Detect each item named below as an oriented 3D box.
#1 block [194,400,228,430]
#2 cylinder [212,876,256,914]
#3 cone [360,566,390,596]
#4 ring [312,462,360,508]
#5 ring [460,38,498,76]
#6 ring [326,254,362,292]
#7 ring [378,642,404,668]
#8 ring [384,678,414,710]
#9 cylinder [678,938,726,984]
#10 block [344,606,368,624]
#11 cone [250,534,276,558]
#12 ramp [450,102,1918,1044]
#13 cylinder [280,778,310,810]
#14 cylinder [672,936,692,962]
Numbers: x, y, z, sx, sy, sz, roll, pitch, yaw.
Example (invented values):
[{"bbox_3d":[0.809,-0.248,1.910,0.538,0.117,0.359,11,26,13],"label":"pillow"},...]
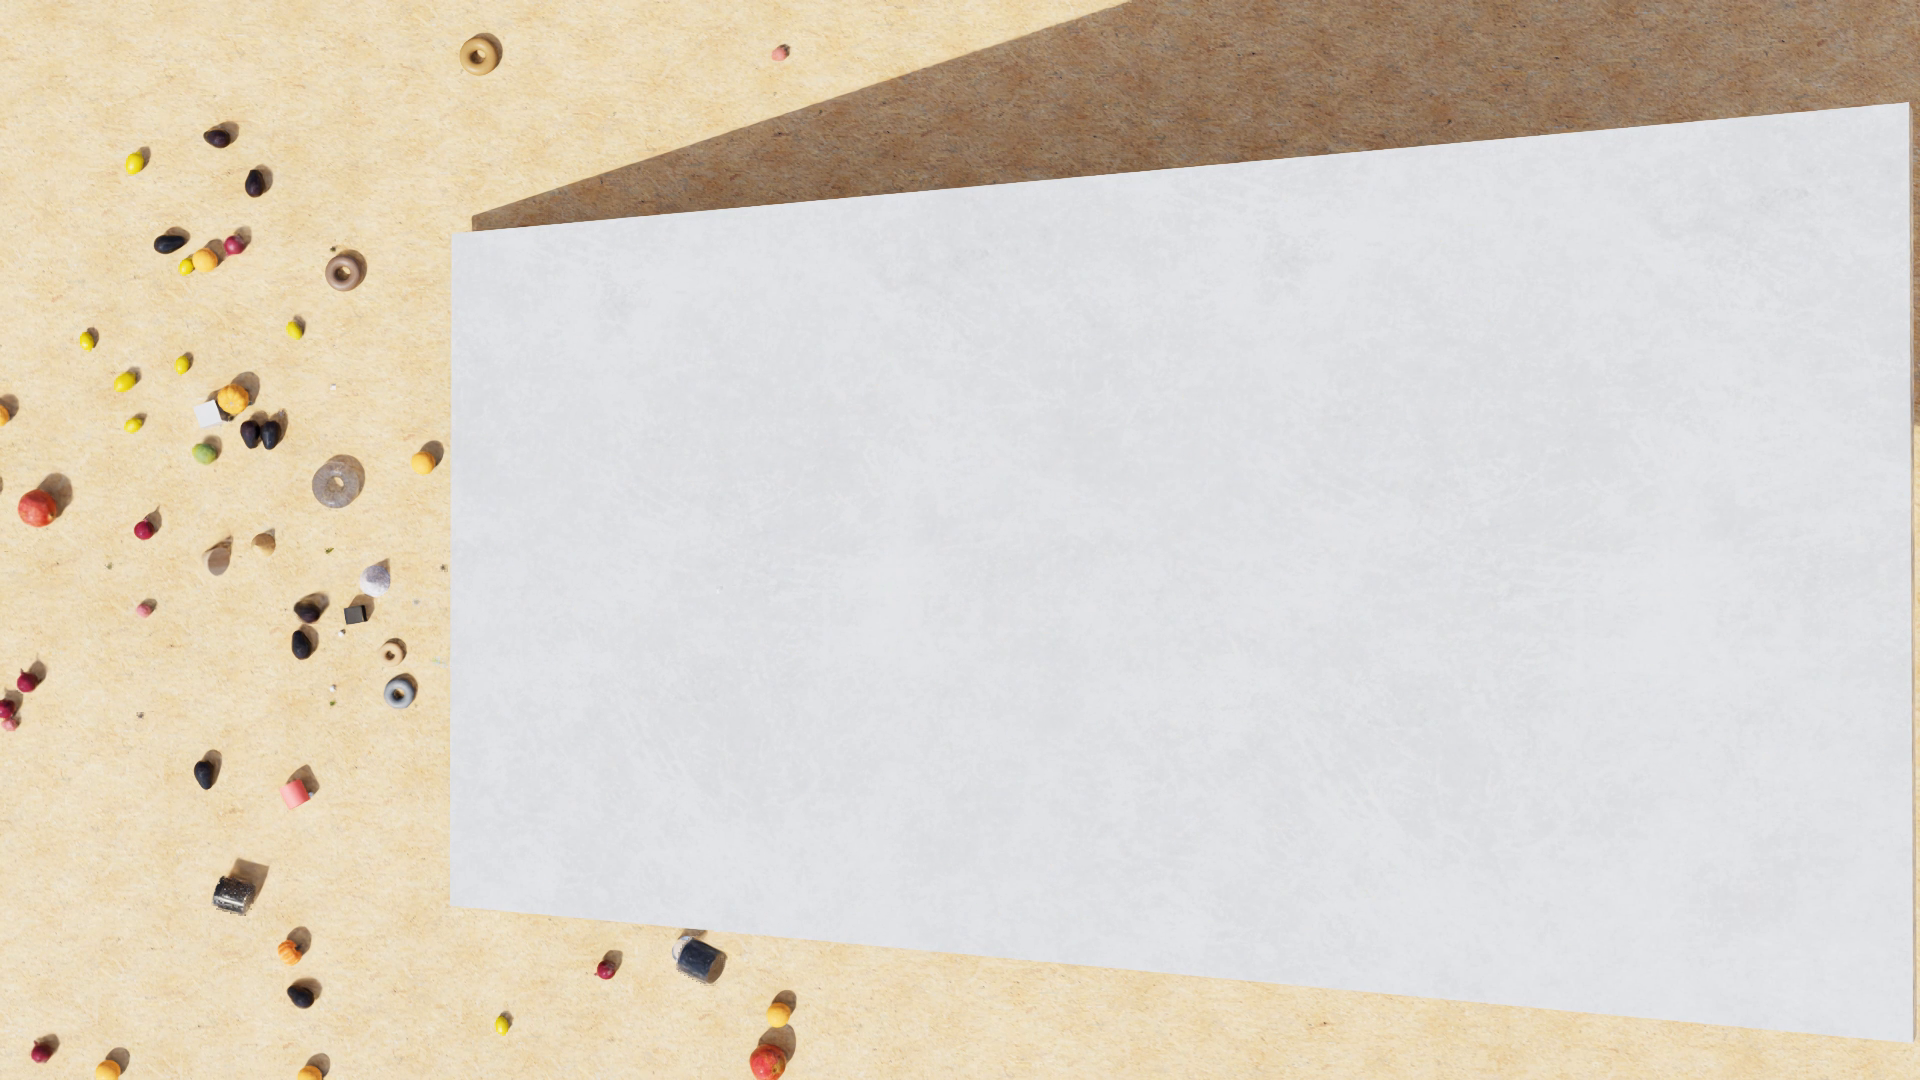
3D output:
[{"bbox_3d":[-2.249,-0.376,6.603,0.066,0.066,0.066,-20,89,0],"label":"block"},{"bbox_3d":[-2.171,1.061,6.575,0.092,0.092,0.092,15,89,0],"label":"cylinder"},{"bbox_3d":[-1.764,0.123,6.583,0.096,0.096,0.096,0,89,0],"label":"cone"},{"bbox_3d":[-1.877,-0.165,6.611,0.143,0.048,0.143,0,90,-1],"label":"ring"},{"bbox_3d":[-1.450,-1.458,6.628,0.117,0.039,0.117,0,88,-1],"label":"ring"},{"bbox_3d":[-1.855,-0.804,6.622,0.113,0.038,0.113,0,89,-1],"label":"ring"},{"bbox_3d":[-1.711,0.344,6.616,0.077,0.026,0.077,0,88,0],"label":"ring"},{"bbox_3d":[-1.686,0.463,6.612,0.094,0.031,0.094,0,90,-1],"label":"ring"},{"bbox_3d":[-0.715,1.169,6.107,0.097,0.097,0.097,21,89,21],"label":"cylinder"},{"bbox_3d":[-1.816,0.225,6.604,0.051,0.051,0.051,-10,89,0],"label":"block"},{"bbox_3d":[-2.101,0.016,6.594,0.075,0.075,0.075,0,89,0],"label":"cone"},{"bbox_3d":[0.277,0.078,5.653,4.000,0.100,2.000,0,89,28],"label":"ramp"},{"bbox_3d":[-1.994,0.762,6.590,0.069,0.069,0.069,-28,89,0],"label":"cylinder"},{"bbox_3d":[-0.824,1.228,6.584,0.070,0.070,0.070,0,89,0],"label":"cylinder"}]
